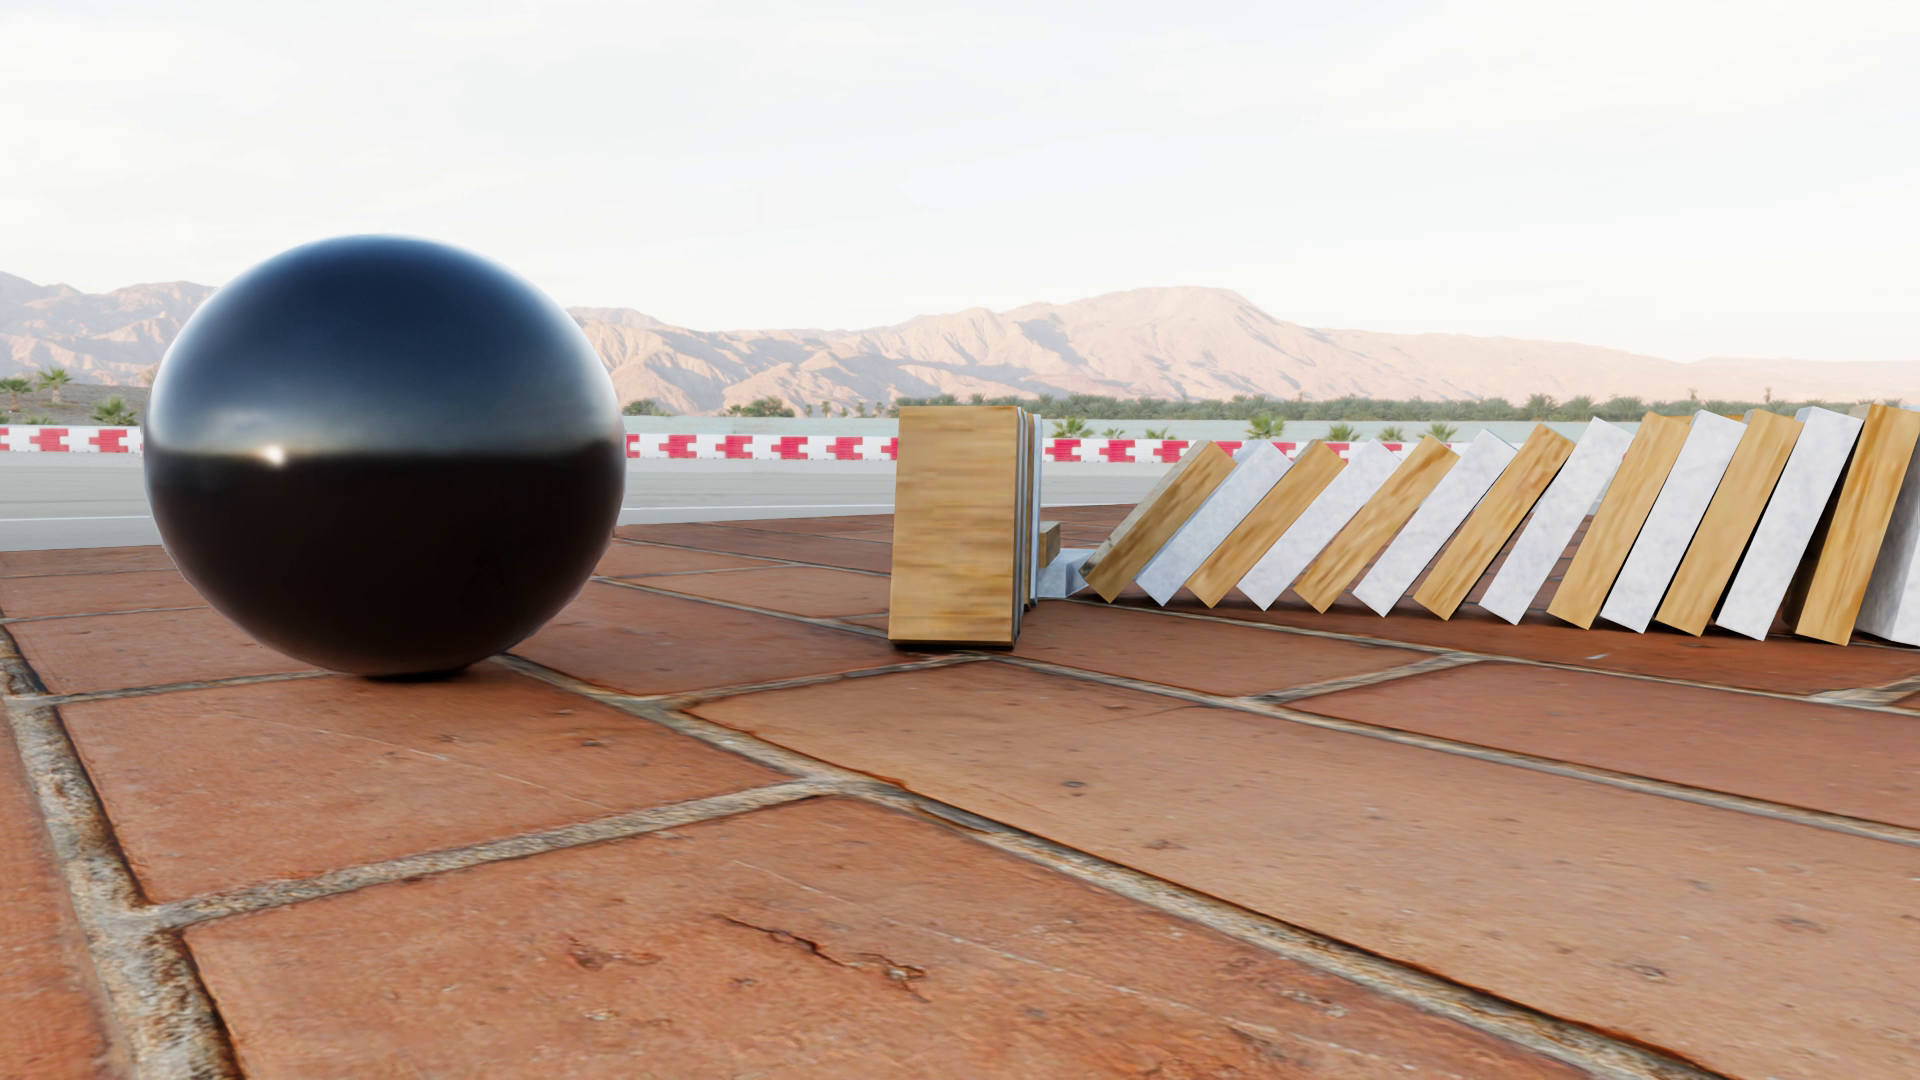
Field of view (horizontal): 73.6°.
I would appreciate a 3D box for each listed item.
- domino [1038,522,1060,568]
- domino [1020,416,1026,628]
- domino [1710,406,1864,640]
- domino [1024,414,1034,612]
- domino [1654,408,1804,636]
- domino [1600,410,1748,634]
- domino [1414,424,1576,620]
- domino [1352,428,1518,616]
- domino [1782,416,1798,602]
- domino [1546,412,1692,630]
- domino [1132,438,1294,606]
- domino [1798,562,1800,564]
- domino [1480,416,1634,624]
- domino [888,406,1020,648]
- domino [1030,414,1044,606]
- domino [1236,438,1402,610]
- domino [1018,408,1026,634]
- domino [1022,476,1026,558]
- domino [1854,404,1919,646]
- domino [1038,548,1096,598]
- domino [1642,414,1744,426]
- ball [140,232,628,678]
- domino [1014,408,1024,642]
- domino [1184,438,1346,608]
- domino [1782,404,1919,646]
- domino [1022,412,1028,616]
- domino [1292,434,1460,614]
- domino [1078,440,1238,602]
[{"bbox_3d":[0.014,0.001,0.368,0.025,0.010,0.050,1,4,9],"label":"domino"},{"bbox_3d":[0.002,-0.005,0.299,0.025,0.050,0.010,1,-14,7],"label":"domino"},{"bbox_3d":[0.182,-0.004,0.285,0.009,0.050,0.025,23,14,24],"label":"domino"},{"bbox_3d":[0.006,-0.007,0.330,0.025,0.050,0.009,1,-15,7],"label":"domino"},{"bbox_3d":[0.173,-0.004,0.290,0.009,0.050,0.025,25,15,24],"label":"domino"},{"bbox_3d":[0.163,-0.005,0.295,0.010,0.050,0.025,26,15,23],"label":"domino"},{"bbox_3d":[0.131,-0.005,0.314,0.009,0.050,0.025,37,19,20],"label":"domino"},{"bbox_3d":[0.119,-0.005,0.320,0.009,0.050,0.025,39,18,17],"label":"domino"},{"bbox_3d":[0.222,-0.009,0.358,0.010,0.050,0.025,0,4,3],"label":"domino"},{"bbox_3d":[0.154,-0.005,0.301,0.009,0.050,0.025,27,15,23],"label":"domino"},{"bbox_3d":[0.066,-0.005,0.345,0.010,0.050,0.025,42,4,-2],"label":"domino"},{"bbox_3d":[0.236,-0.009,0.354,0.010,0.050,0.025,2,5,27],"label":"domino"},{"bbox_3d":[0.143,-0.005,0.307,0.010,0.050,0.025,32,17,22],"label":"domino"},{"bbox_3d":[-0.001,-0.003,0.270,0.025,0.050,0.010,0,-14,7],"label":"domino"},{"bbox_3d":[0.008,-0.008,0.340,0.025,0.050,0.009,1,-15,8],"label":"domino"},{"bbox_3d":[0.093,-0.005,0.333,0.009,0.050,0.025,43,16,11],"label":"domino"},{"bbox_3d":[0.001,-0.004,0.289,0.025,0.050,0.009,1,-14,7],"label":"domino"},{"bbox_3d":[0.003,-0.006,0.309,0.025,0.050,0.010,1,-14,7],"label":"domino"},{"bbox_3d":[0.206,-0.003,0.275,0.009,0.050,0.025,12,7,14],"label":"domino"},{"bbox_3d":[0.024,0.009,0.382,0.025,0.009,0.050,1,4,17],"label":"domino"},{"bbox_3d":[0.197,-0.008,0.345,0.025,0.050,0.010,3,5,34],"label":"domino"},{"bbox_3d":[-0.102,-0.015,0.234,0.080,0.080,0.080,0,4,0],"label":"ball"},{"bbox_3d":[0.000,-0.004,0.280,0.025,0.050,0.009,0,-14,7],"label":"domino"},{"bbox_3d":[0.080,-0.005,0.339,0.009,0.050,0.025,42,11,5],"label":"domino"},{"bbox_3d":[0.193,-0.004,0.279,0.010,0.050,0.025,16,11,25],"label":"domino"},{"bbox_3d":[0.004,-0.007,0.319,0.025,0.050,0.009,1,-14,7],"label":"domino"},{"bbox_3d":[0.106,-0.004,0.327,0.009,0.050,0.025,42,17,14],"label":"domino"},{"bbox_3d":[0.054,-0.006,0.353,0.010,0.050,0.025,42,4,-2],"label":"domino"}]
